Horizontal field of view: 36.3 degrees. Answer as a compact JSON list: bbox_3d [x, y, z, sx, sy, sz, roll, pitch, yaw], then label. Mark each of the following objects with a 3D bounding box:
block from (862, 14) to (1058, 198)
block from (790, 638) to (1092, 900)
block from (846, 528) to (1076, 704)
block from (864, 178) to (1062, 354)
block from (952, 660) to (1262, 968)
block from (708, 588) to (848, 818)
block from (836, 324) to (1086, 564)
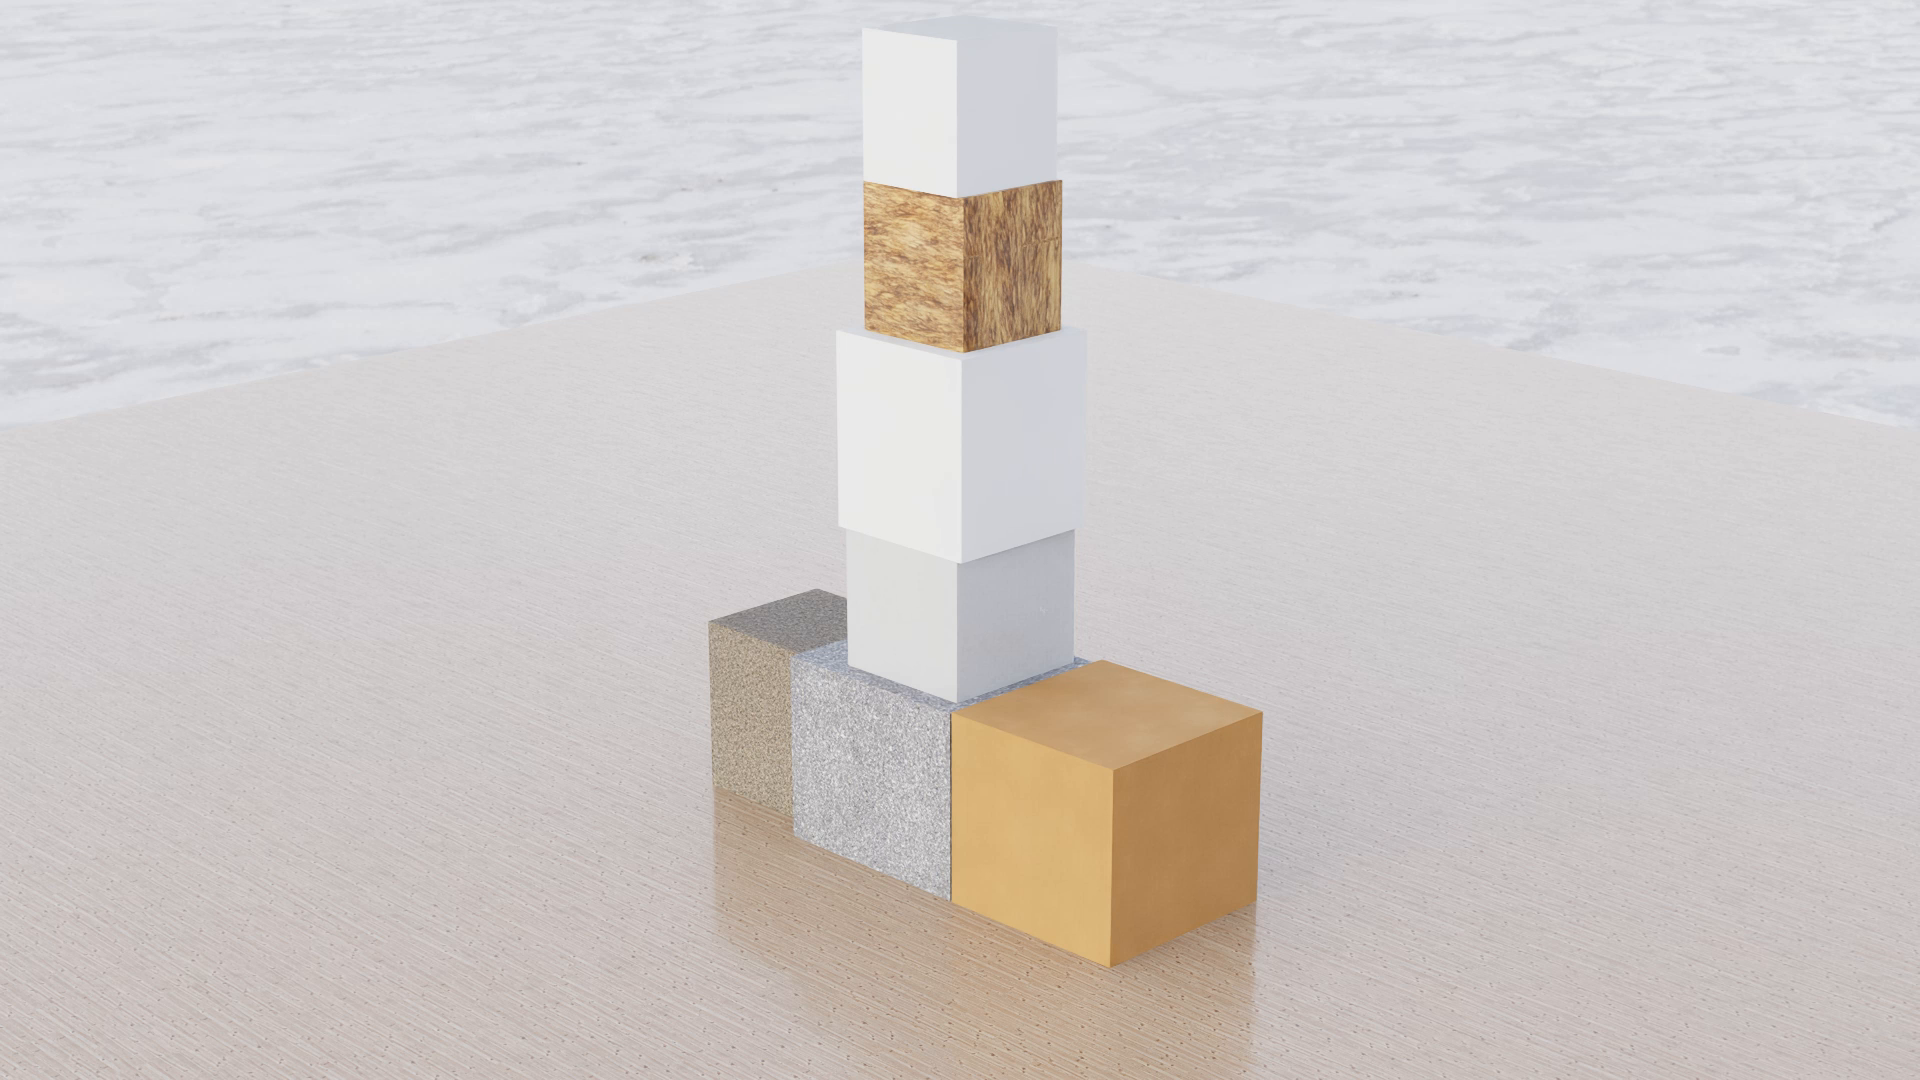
[{"bbox_3d":[0.001,-1.894,12.748,0.620,0.666,0.577,-17,24,-42],"label":"block"},{"bbox_3d":[-0.084,0.983,13.715,0.940,0.901,1.052,-17,24,-42],"label":"block"},{"bbox_3d":[0.004,0.254,13.426,0.759,0.664,0.711,-17,24,-42],"label":"block"},{"bbox_3d":[0.013,-1.258,12.960,0.616,0.676,0.620,-17,24,-42],"label":"block"},{"bbox_3d":[0.649,1.190,13.042,0.981,0.909,0.959,-17,24,-42],"label":"block"},{"bbox_3d":[-0.705,0.805,14.361,0.714,0.853,0.754,-17,24,-42],"label":"block"},{"bbox_3d":[0.007,-0.499,13.192,0.790,0.912,0.788,-17,24,-42],"label":"block"}]
